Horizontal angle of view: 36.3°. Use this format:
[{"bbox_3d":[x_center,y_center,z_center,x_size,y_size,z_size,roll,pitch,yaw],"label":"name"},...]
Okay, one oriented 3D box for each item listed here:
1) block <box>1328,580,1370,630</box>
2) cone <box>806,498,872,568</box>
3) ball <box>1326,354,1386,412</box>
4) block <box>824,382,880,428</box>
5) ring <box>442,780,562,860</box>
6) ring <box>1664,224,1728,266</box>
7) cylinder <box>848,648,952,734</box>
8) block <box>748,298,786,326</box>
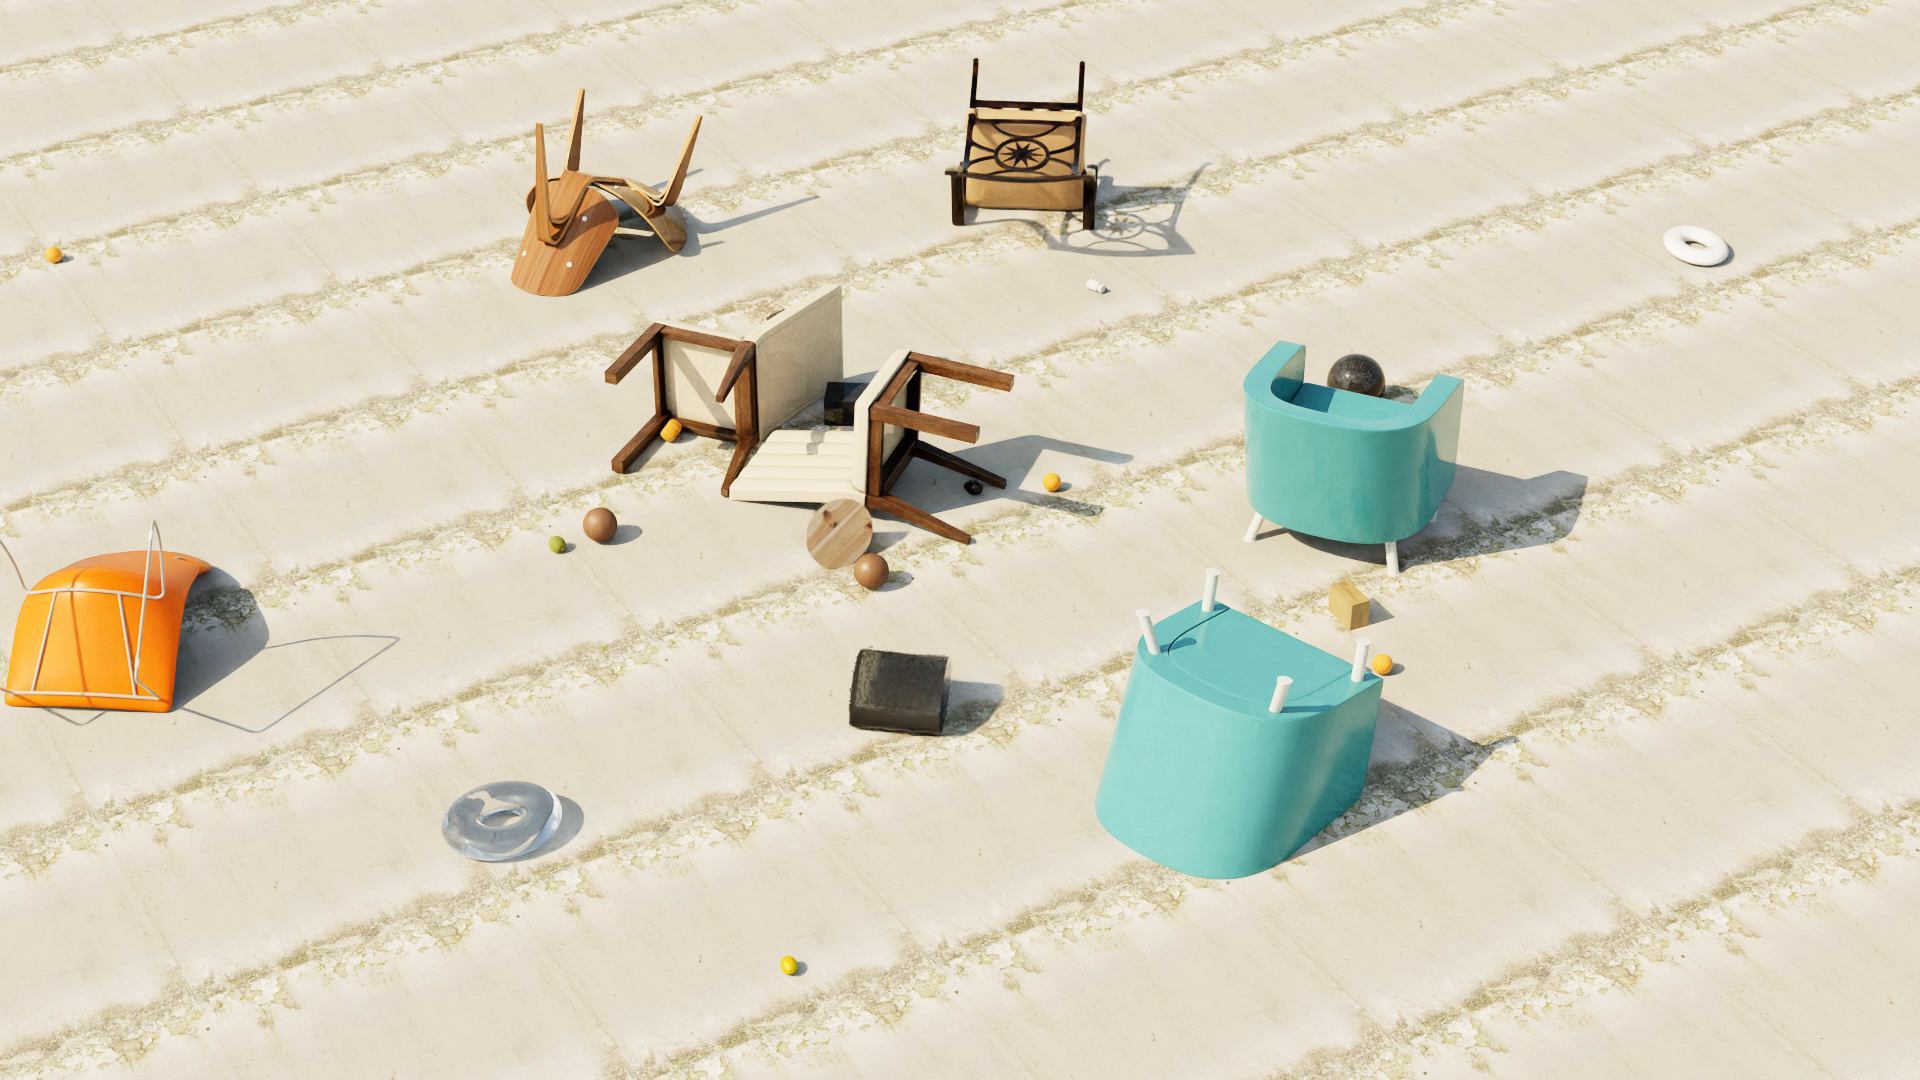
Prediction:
[{"bbox_3d":[1.392,0.233,10.491,0.076,0.109,0.145,-15,36,-22],"label":"block"},{"bbox_3d":[-0.485,-0.024,10.883,0.280,0.239,0.209,-44,16,-17],"label":"cone"},{"bbox_3d":[1.577,-0.628,11.685,0.234,0.234,0.234,0,33,0],"label":"ball"},{"bbox_3d":[-0.429,-0.539,11.662,0.209,0.111,0.153,2,33,3],"label":"block"},{"bbox_3d":[-1.481,0.905,9.482,0.394,0.099,0.348,-15,37,-20],"label":"ring"},{"bbox_3d":[3.227,-1.294,12.856,0.272,0.059,0.347,-6,33,-9],"label":"ring"},{"bbox_3d":[-0.202,0.514,9.976,0.308,0.191,0.289,5,56,7],"label":"cylinder"},{"bbox_3d":[-0.814,-0.958,12.355,0.109,0.049,0.119,-27,42,-35],"label":"block"}]
